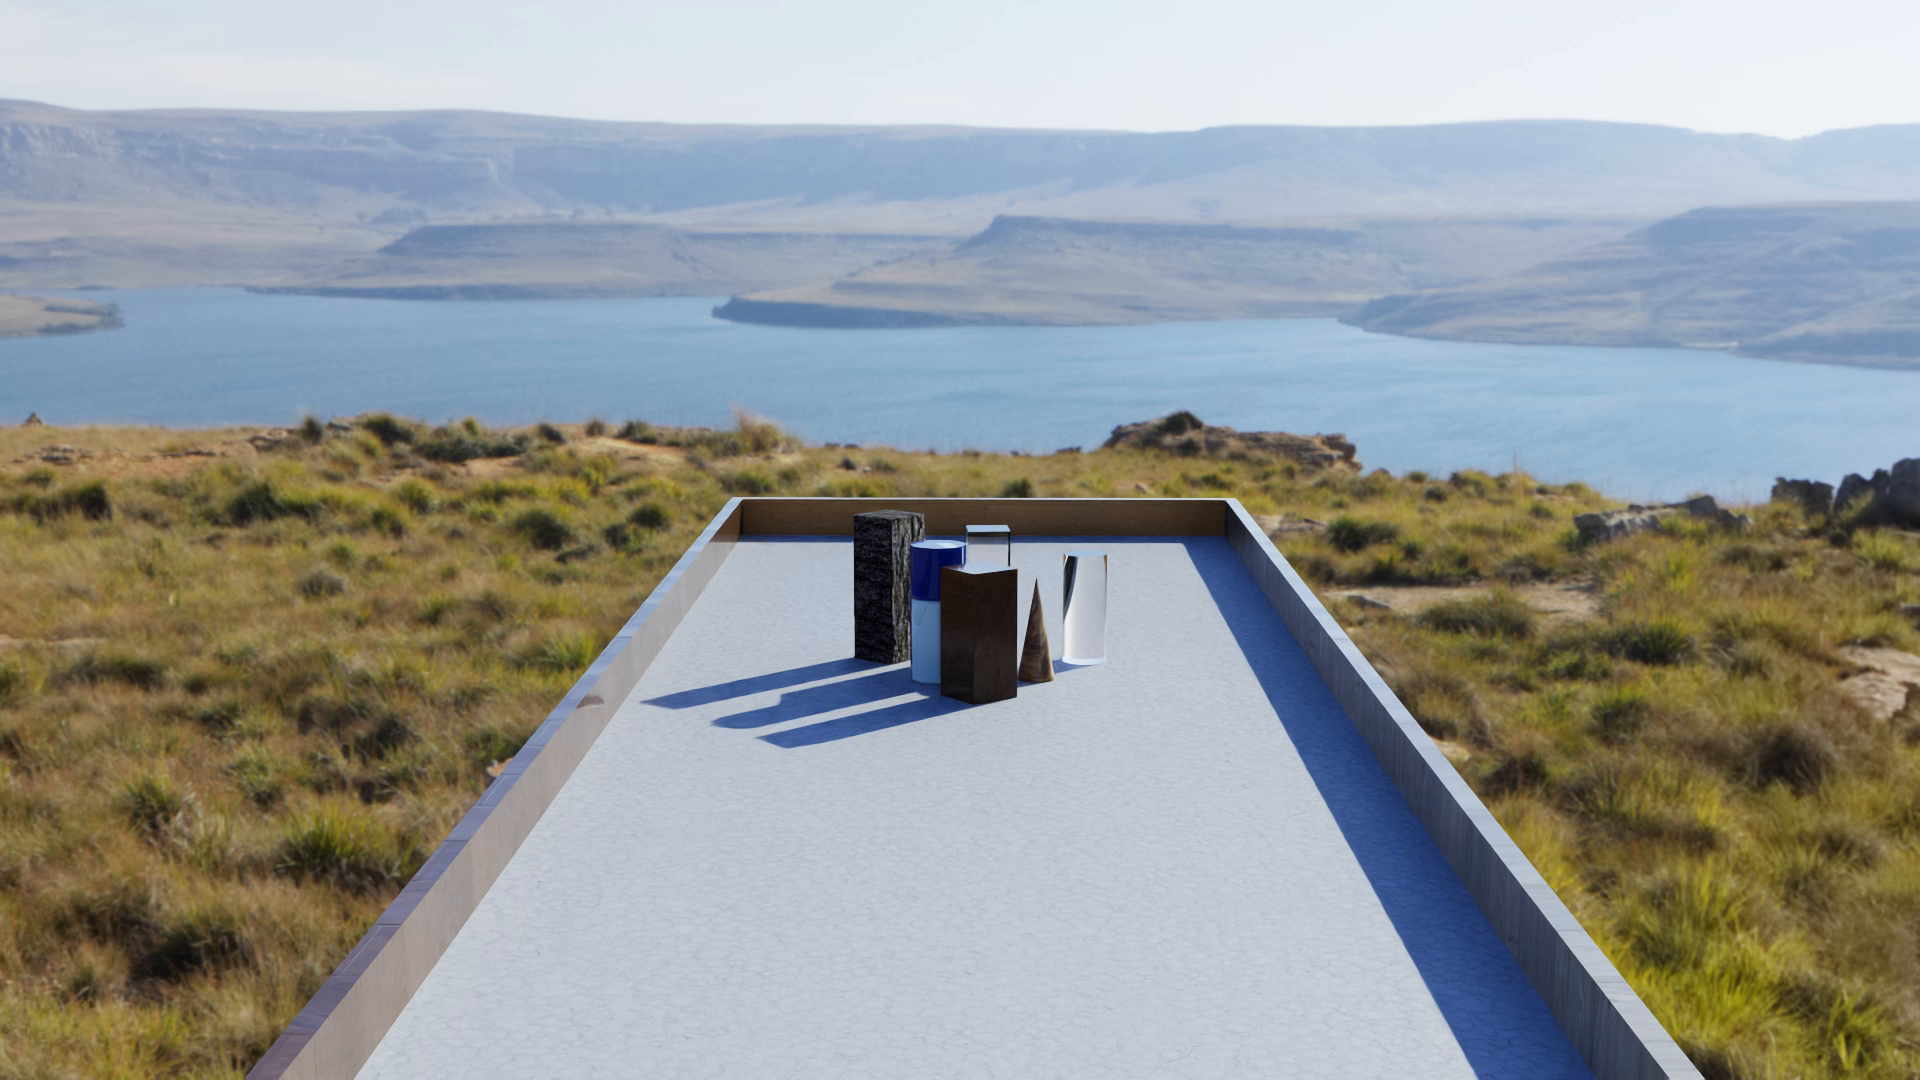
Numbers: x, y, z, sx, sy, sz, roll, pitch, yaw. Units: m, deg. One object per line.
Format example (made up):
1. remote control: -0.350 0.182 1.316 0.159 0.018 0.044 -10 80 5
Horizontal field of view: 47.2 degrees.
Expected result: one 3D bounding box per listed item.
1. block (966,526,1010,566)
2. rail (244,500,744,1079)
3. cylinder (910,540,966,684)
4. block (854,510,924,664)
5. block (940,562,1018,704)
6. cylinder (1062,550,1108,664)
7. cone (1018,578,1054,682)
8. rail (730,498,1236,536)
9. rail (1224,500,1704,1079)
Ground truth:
1. block: 0.085 0.164 6.686 0.126 0.403 0.126 0 9 -3
2. rail: -1.004 0.839 3.234 0.050 0.150 12.000 0 9 1
3. cylinder: -0.064 0.209 6.416 0.162 0.399 0.162 0 9 0
4. block: -0.215 0.141 6.706 0.154 0.443 0.154 7 11 38
5. block: 0.053 0.260 6.192 0.154 0.369 0.154 -7 11 -37
6. cylinder: 0.379 0.203 6.675 0.134 0.330 0.134 0 9 0
7. cone: 0.223 0.256 6.420 0.111 0.305 0.111 0 9 0
8. rail: 0.099 -0.098 9.147 2.100 0.150 0.050 0 9 1
9. rail: 1.046 0.843 3.208 0.050 0.150 12.000 0 9 1
